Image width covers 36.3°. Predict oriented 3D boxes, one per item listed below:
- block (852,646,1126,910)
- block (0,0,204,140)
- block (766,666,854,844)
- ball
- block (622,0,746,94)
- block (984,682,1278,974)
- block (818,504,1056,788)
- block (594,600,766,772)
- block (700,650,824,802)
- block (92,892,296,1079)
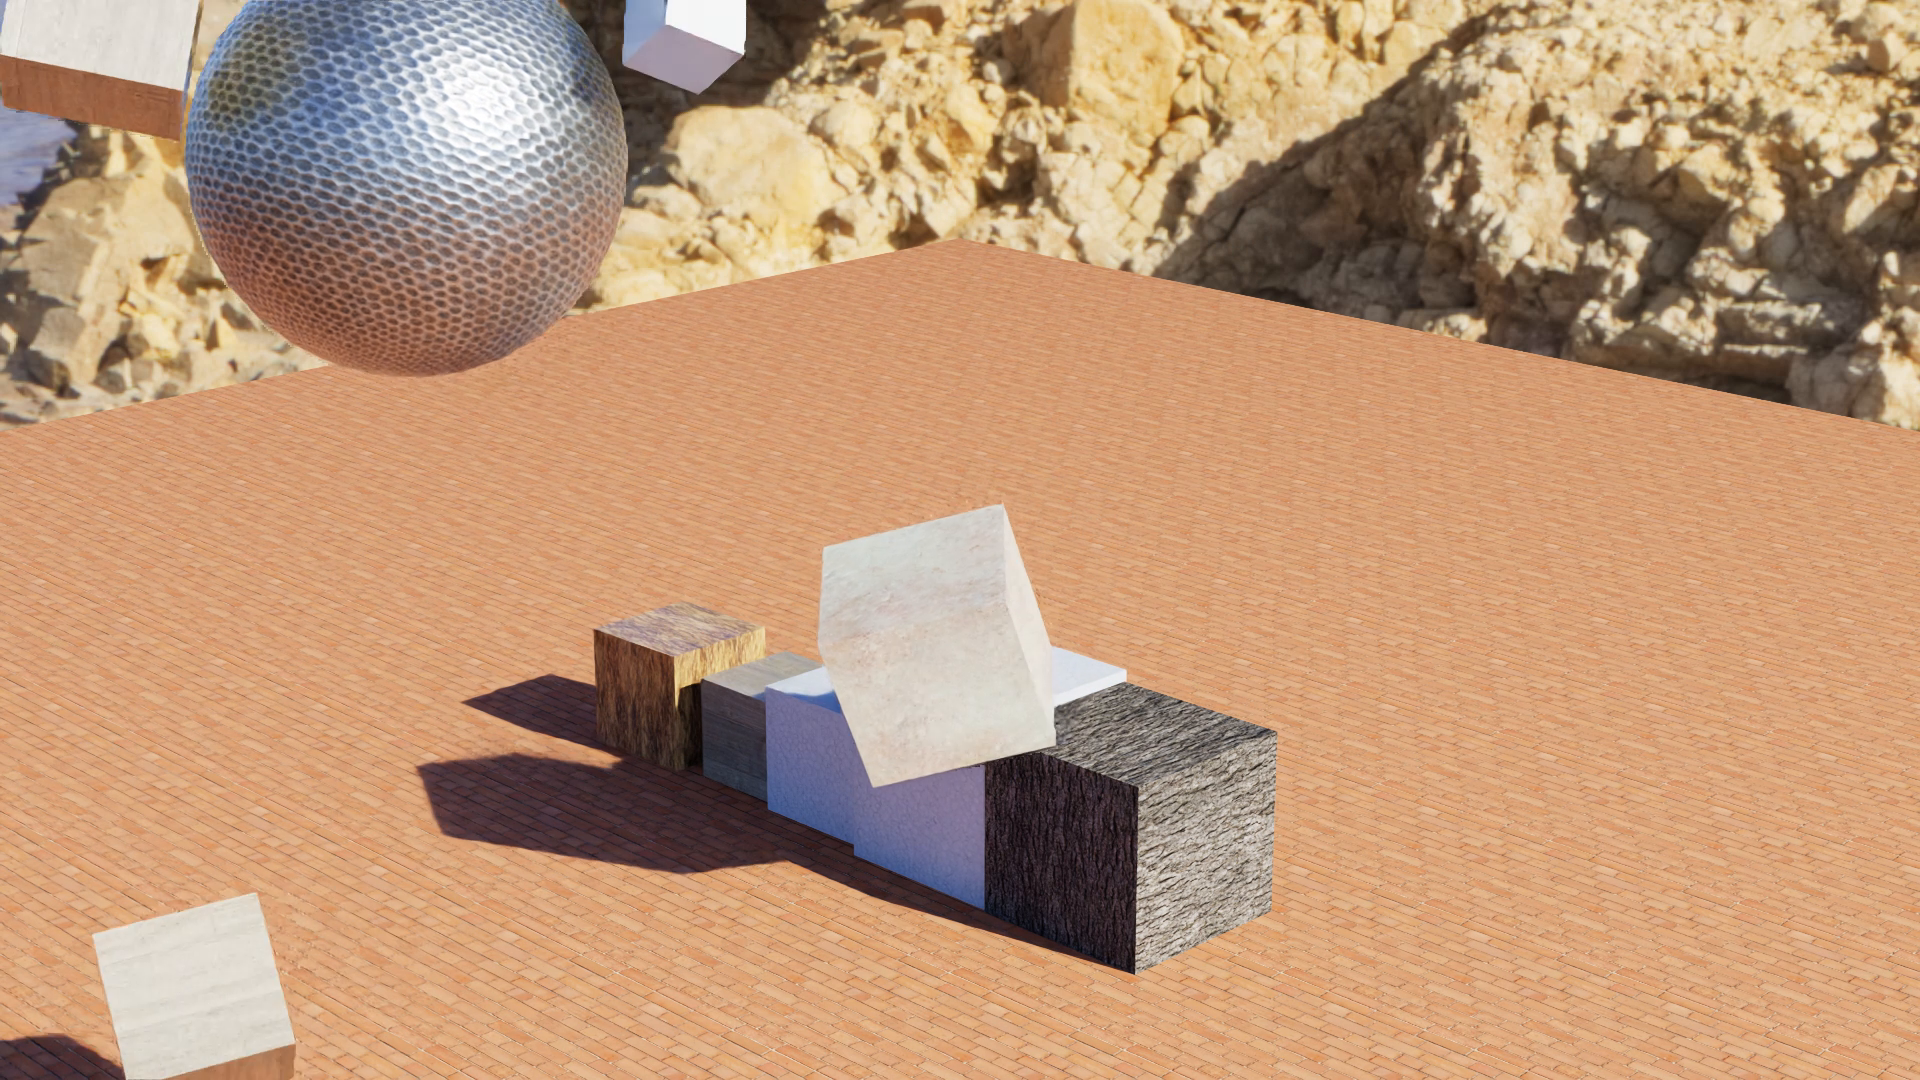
[{"bbox_3d":[0.133,1.031,13.545,0.910,0.910,0.867,-16,24,-42],"label":"block"},{"bbox_3d":[-2.912,-1.808,10.019,0.596,0.633,0.605,10,-11,-14],"label":"block"},{"bbox_3d":[-0.449,1.001,14.099,0.685,0.636,0.678,17,24,42],"label":"block"},{"bbox_3d":[-2.024,-1.397,10.781,1.600,1.600,1.600,0,17,0],"label":"ball"},{"bbox_3d":[-0.967,-1.844,10.310,0.315,0.373,0.304,17,-30,-32],"label":"block"},{"bbox_3d":[0.749,1.248,12.943,0.911,0.858,0.899,-17,24,-42],"label":"block"},{"bbox_3d":[-0.094,0.454,12.681,0.815,0.781,0.746,-14,33,9],"label":"block"},{"bbox_3d":[-1.426,0.737,14.985,0.617,0.609,0.615,16,23,41],"label":"block"},{"bbox_3d":[-0.887,0.924,14.540,0.565,0.518,0.543,-17,24,-42],"label":"block"},{"bbox_3d":[-2.763,1.693,10.601,0.580,0.567,0.623,-13,-18,-18],"label":"block"}]
